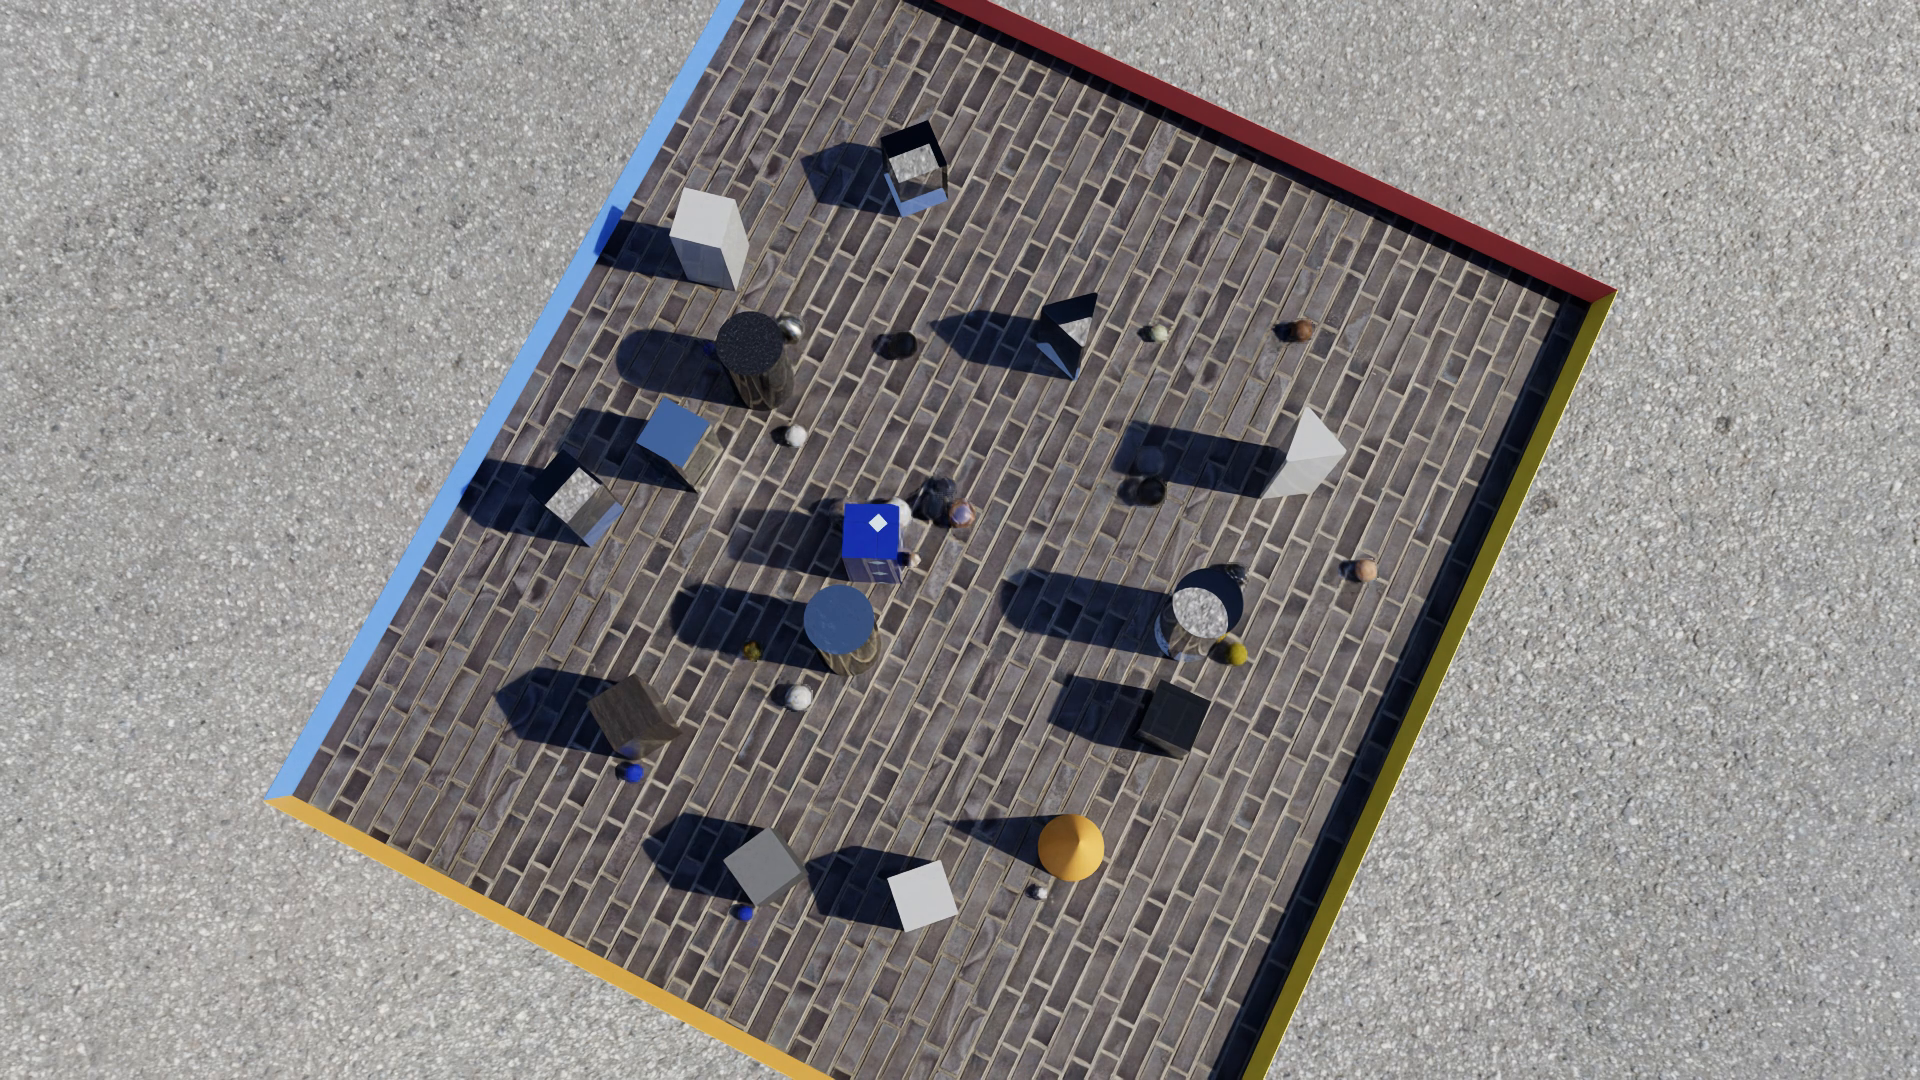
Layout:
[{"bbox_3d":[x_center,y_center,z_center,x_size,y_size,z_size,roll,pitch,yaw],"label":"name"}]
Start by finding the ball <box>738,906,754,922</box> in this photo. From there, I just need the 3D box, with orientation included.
[{"bbox_3d":[-0.628,1.093,5.367,0.046,0.046,0.046,0,78,0],"label":"ball"}]

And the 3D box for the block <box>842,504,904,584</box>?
[{"bbox_3d":[-0.254,0.014,5.416,0.158,0.388,0.158,2,78,0],"label":"block"}]

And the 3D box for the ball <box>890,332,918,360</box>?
[{"bbox_3d":[-0.175,-0.605,5.698,0.087,0.087,0.087,0,78,0],"label":"ball"}]

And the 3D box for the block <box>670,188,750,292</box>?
[{"bbox_3d":[-0.763,-0.916,5.612,0.158,0.380,0.158,14,79,3],"label":"block"}]

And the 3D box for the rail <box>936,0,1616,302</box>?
[{"bbox_3d":[0.708,-1.379,5.836,2.932,0.128,0.045,26,80,5],"label":"rail"}]

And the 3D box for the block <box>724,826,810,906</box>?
[{"bbox_3d":[-0.554,0.942,5.271,0.158,0.296,0.158,-36,81,-7],"label":"block"}]

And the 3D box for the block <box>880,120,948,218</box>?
[{"bbox_3d":[-0.141,-1.154,5.712,0.158,0.282,0.158,-21,79,-4],"label":"block"}]

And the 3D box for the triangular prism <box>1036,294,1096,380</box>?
[{"bbox_3d":[0.353,-0.642,5.569,0.171,0.353,0.148,44,82,8],"label":"triangular prism"}]

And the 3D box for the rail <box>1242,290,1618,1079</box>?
[{"bbox_3d":[1.290,0.638,5.418,0.045,0.128,3.212,26,80,5],"label":"rail"}]

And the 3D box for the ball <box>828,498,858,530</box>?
[{"bbox_3d":[-0.350,-0.081,5.583,0.099,0.099,0.099,0,78,0],"label":"ball"}]

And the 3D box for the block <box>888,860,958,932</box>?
[{"bbox_3d":[-0.104,1.025,5.266,0.158,0.272,0.158,-19,79,-4],"label":"block"}]

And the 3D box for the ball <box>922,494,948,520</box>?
[{"bbox_3d":[-0.079,-0.103,5.597,0.080,0.080,0.080,0,78,0],"label":"ball"}]

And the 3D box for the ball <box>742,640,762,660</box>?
[{"bbox_3d":[-0.626,0.332,5.518,0.058,0.058,0.058,0,78,0],"label":"ball"}]

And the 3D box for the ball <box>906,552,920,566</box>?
[{"bbox_3d":[-0.143,0.060,5.582,0.044,0.044,0.044,0,78,0],"label":"ball"}]

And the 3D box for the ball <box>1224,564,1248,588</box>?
[{"bbox_3d":[0.835,0.108,5.556,0.075,0.075,0.075,0,78,0],"label":"ball"}]

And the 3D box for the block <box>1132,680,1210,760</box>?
[{"bbox_3d":[0.616,0.528,5.373,0.158,0.263,0.158,24,79,5],"label":"block"}]

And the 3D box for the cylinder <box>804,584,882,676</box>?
[{"bbox_3d":[-0.337,0.268,5.324,0.197,0.465,0.197,0,78,0],"label":"cylinder"}]

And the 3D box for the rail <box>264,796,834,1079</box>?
[{"bbox_3d":[-0.708,1.393,5.262,2.932,0.128,0.045,26,80,5],"label":"rail"}]

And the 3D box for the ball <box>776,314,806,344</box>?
[{"bbox_3d":[-0.528,-0.656,5.703,0.096,0.096,0.096,0,78,0],"label":"ball"}]

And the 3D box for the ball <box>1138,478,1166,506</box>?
[{"bbox_3d":[0.585,-0.146,5.602,0.088,0.088,0.088,0,78,0],"label":"ball"}]

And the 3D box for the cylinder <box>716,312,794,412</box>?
[{"bbox_3d":[-0.614,-0.536,5.534,0.197,0.380,0.197,0,78,0],"label":"cylinder"}]

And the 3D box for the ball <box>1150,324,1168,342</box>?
[{"bbox_3d":[0.620,-0.645,5.723,0.055,0.055,0.055,0,78,0],"label":"ball"}]

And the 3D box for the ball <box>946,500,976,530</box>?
[{"bbox_3d":[0.003,-0.077,5.588,0.087,0.087,0.087,0,78,0],"label":"ball"}]

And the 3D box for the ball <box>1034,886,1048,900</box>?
[{"bbox_3d":[0.237,1.038,5.381,0.041,0.041,0.041,0,78,0],"label":"ball"}]

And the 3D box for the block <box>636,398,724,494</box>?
[{"bbox_3d":[-0.837,-0.281,5.507,0.158,0.328,0.158,29,80,6],"label":"block"}]

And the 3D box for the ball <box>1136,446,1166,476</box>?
[{"bbox_3d":[0.586,-0.243,5.619,0.094,0.094,0.094,0,78,0],"label":"ball"}]

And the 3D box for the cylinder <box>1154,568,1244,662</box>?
[{"bbox_3d":[0.688,0.224,5.322,0.197,0.487,0.197,0,78,0],"label":"cylinder"}]

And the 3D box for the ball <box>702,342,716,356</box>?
[{"bbox_3d":[-0.779,-0.596,5.717,0.045,0.045,0.045,0,78,0],"label":"ball"}]

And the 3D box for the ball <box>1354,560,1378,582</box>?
[{"bbox_3d":[1.232,0.093,5.563,0.068,0.068,0.068,0,78,0],"label":"ball"}]

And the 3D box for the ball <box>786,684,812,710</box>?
[{"bbox_3d":[-0.483,0.472,5.480,0.077,0.077,0.077,0,78,0],"label":"ball"}]

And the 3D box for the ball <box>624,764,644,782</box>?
[{"bbox_3d":[-0.968,0.692,5.445,0.056,0.056,0.056,0,78,0],"label":"ball"}]

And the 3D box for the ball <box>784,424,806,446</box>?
[{"bbox_3d":[-0.507,-0.322,5.649,0.067,0.067,0.067,0,78,0],"label":"ball"}]

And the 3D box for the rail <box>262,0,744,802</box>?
[{"bbox_3d":[-1.290,-0.625,5.679,0.045,0.128,3.212,26,80,5],"label":"rail"}]

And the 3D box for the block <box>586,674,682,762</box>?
[{"bbox_3d":[-0.942,0.519,5.318,0.158,0.374,0.158,-32,80,-6],"label":"block"}]

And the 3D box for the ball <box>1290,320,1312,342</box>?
[{"bbox_3d":[1.065,-0.652,5.716,0.069,0.069,0.069,0,78,0],"label":"ball"}]

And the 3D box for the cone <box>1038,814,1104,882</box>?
[{"bbox_3d":[0.329,0.870,5.233,0.197,0.399,0.197,0,78,0],"label":"cone"}]

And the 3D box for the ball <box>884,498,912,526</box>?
[{"bbox_3d":[-0.198,-0.080,5.583,0.098,0.098,0.098,0,78,0],"label":"ball"}]

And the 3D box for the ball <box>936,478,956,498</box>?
[{"bbox_3d":[-0.042,-0.162,5.614,0.063,0.063,0.063,0,78,0],"label":"ball"}]

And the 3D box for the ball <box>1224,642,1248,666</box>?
[{"bbox_3d":[0.828,0.343,5.510,0.070,0.070,0.070,0,78,0],"label":"ball"}]

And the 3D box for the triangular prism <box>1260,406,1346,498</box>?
[{"bbox_3d":[0.997,-0.260,5.429,0.171,0.474,0.148,-8,78,-2],"label":"triangular prism"}]

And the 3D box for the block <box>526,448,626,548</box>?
[{"bbox_3d":[-1.140,-0.121,5.461,0.158,0.354,0.158,39,81,7],"label":"block"}]
